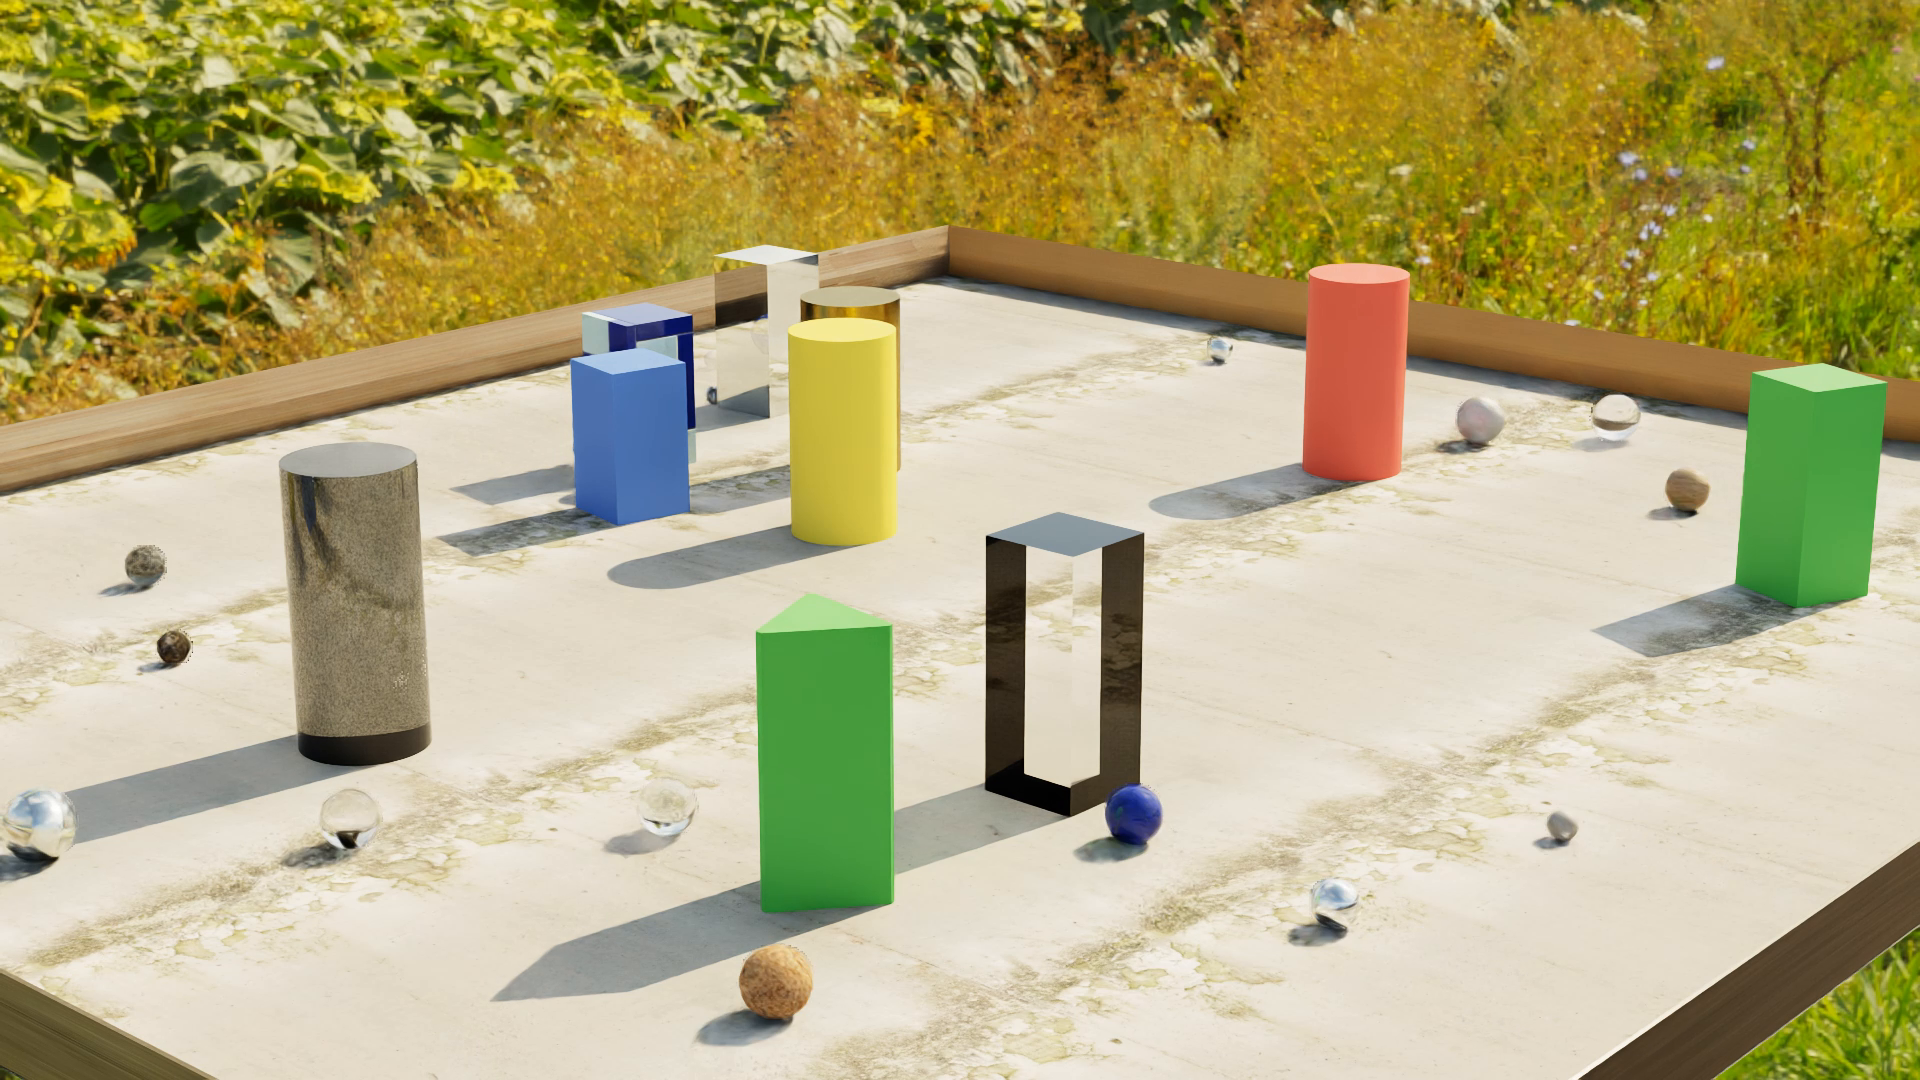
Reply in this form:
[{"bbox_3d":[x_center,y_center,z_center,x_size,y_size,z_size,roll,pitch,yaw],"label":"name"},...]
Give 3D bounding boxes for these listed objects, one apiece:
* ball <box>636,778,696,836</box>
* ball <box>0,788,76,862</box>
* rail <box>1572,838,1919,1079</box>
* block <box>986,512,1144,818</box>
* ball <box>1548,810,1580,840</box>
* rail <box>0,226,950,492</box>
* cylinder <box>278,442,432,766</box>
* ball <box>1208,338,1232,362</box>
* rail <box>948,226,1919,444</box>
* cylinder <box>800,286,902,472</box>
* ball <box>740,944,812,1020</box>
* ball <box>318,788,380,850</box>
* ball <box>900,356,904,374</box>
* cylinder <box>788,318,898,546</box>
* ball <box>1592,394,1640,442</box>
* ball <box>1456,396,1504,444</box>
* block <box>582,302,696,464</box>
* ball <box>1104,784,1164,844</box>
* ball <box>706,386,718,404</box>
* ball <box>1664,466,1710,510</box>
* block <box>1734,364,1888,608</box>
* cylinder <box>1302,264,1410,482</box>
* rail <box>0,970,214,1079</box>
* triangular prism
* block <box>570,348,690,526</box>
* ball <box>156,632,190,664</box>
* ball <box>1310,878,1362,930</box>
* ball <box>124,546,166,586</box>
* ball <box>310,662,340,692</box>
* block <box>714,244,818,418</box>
[{"bbox_3d":[-0.408,0.371,4.081,0.082,0.082,0.082,0,17,0],"label":"ball"},{"bbox_3d":[-1.255,0.388,3.994,0.100,0.100,0.100,0,17,0],"label":"ball"},{"bbox_3d":[1.384,0.379,3.969,0.045,0.130,4.184,14,22,39],"label":"rail"},{"bbox_3d":[0.149,0.176,4.202,0.160,0.386,0.160,14,22,39],"label":"block"},{"bbox_3d":[0.837,0.395,4.068,0.044,0.044,0.044,0,17,0],"label":"ball"},{"bbox_3d":[-1.384,-0.314,6.271,0.045,0.130,4.184,14,22,39],"label":"rail"},{"bbox_3d":[-0.900,0.094,4.375,0.200,0.444,0.200,0,17,0],"label":"cylinder"},{"bbox_3d":[0.606,-0.442,6.823,0.058,0.058,0.058,0,17,0],"label":"ball"},{"bbox_3d":[1.356,-0.418,6.615,3.714,0.130,0.045,14,22,39],"label":"rail"},{"bbox_3d":[-0.219,-0.317,5.896,0.200,0.353,0.200,0,17,0],"label":"cylinder"},{"bbox_3d":[-0.222,0.533,3.532,0.089,0.089,0.089,0,17,0],"label":"ball"},{"bbox_3d":[-0.840,0.384,4.035,0.083,0.083,0.083,0,17,0],"label":"ball"},{"bbox_3d":[-0.176,-0.395,6.602,0.096,0.096,0.096,0,17,0],"label":"ball"},{"bbox_3d":[-0.218,-0.203,5.461,0.200,0.386,0.200,0,17,0],"label":"cylinder"},{"bbox_3d":[1.372,-0.256,6.133,0.099,0.099,0.099,0,17,0],"label":"ball"},{"bbox_3d":[1.085,-0.251,6.117,0.099,0.099,0.099,0,17,0],"label":"ball"},{"bbox_3d":[-0.650,-0.307,5.944,0.160,0.307,0.160,-14,22,-39],"label":"block"},{"bbox_3d":[0.240,0.380,4.053,0.082,0.082,0.082,0,17,0],"label":"ball"},{"bbox_3d":[-0.538,-0.318,6.441,0.041,0.041,0.041,0,17,0],"label":"ball"},{"bbox_3d":[1.399,-0.099,5.636,0.085,0.085,0.085,0,17,0],"label":"ball"},{"bbox_3d":[1.482,-0.097,5.111,0.160,0.384,0.160,-8,19,-25],"label":"block"},{"bbox_3d":[0.793,-0.338,5.882,0.200,0.401,0.200,0,17,0],"label":"cylinder"},{"bbox_3d":[-1.356,0.483,3.624,3.714,0.130,0.045,14,22,39],"label":"rail"},{"bbox_3d":[-0.185,0.277,3.868,0.173,0.386,0.150,-3,17,-10],"label":"triangular prism"},{"bbox_3d":[-0.631,-0.200,5.609,0.160,0.294,0.160,-12,21,-35],"label":"block"},{"bbox_3d":[-1.283,0.175,4.782,0.053,0.053,0.053,0,17,0],"label":"ball"},{"bbox_3d":[0.485,0.469,3.783,0.066,0.066,0.066,0,17,0],"label":"ball"},{"bbox_3d":[-1.441,0.046,5.182,0.070,0.070,0.070,0,17,0],"label":"ball"},{"bbox_3d":[-1.009,0.217,4.656,0.045,0.045,0.045,0,17,0],"label":"ball"},{"bbox_3d":[-0.419,-0.455,6.385,0.160,0.337,0.160,14,22,38],"label":"block"}]
